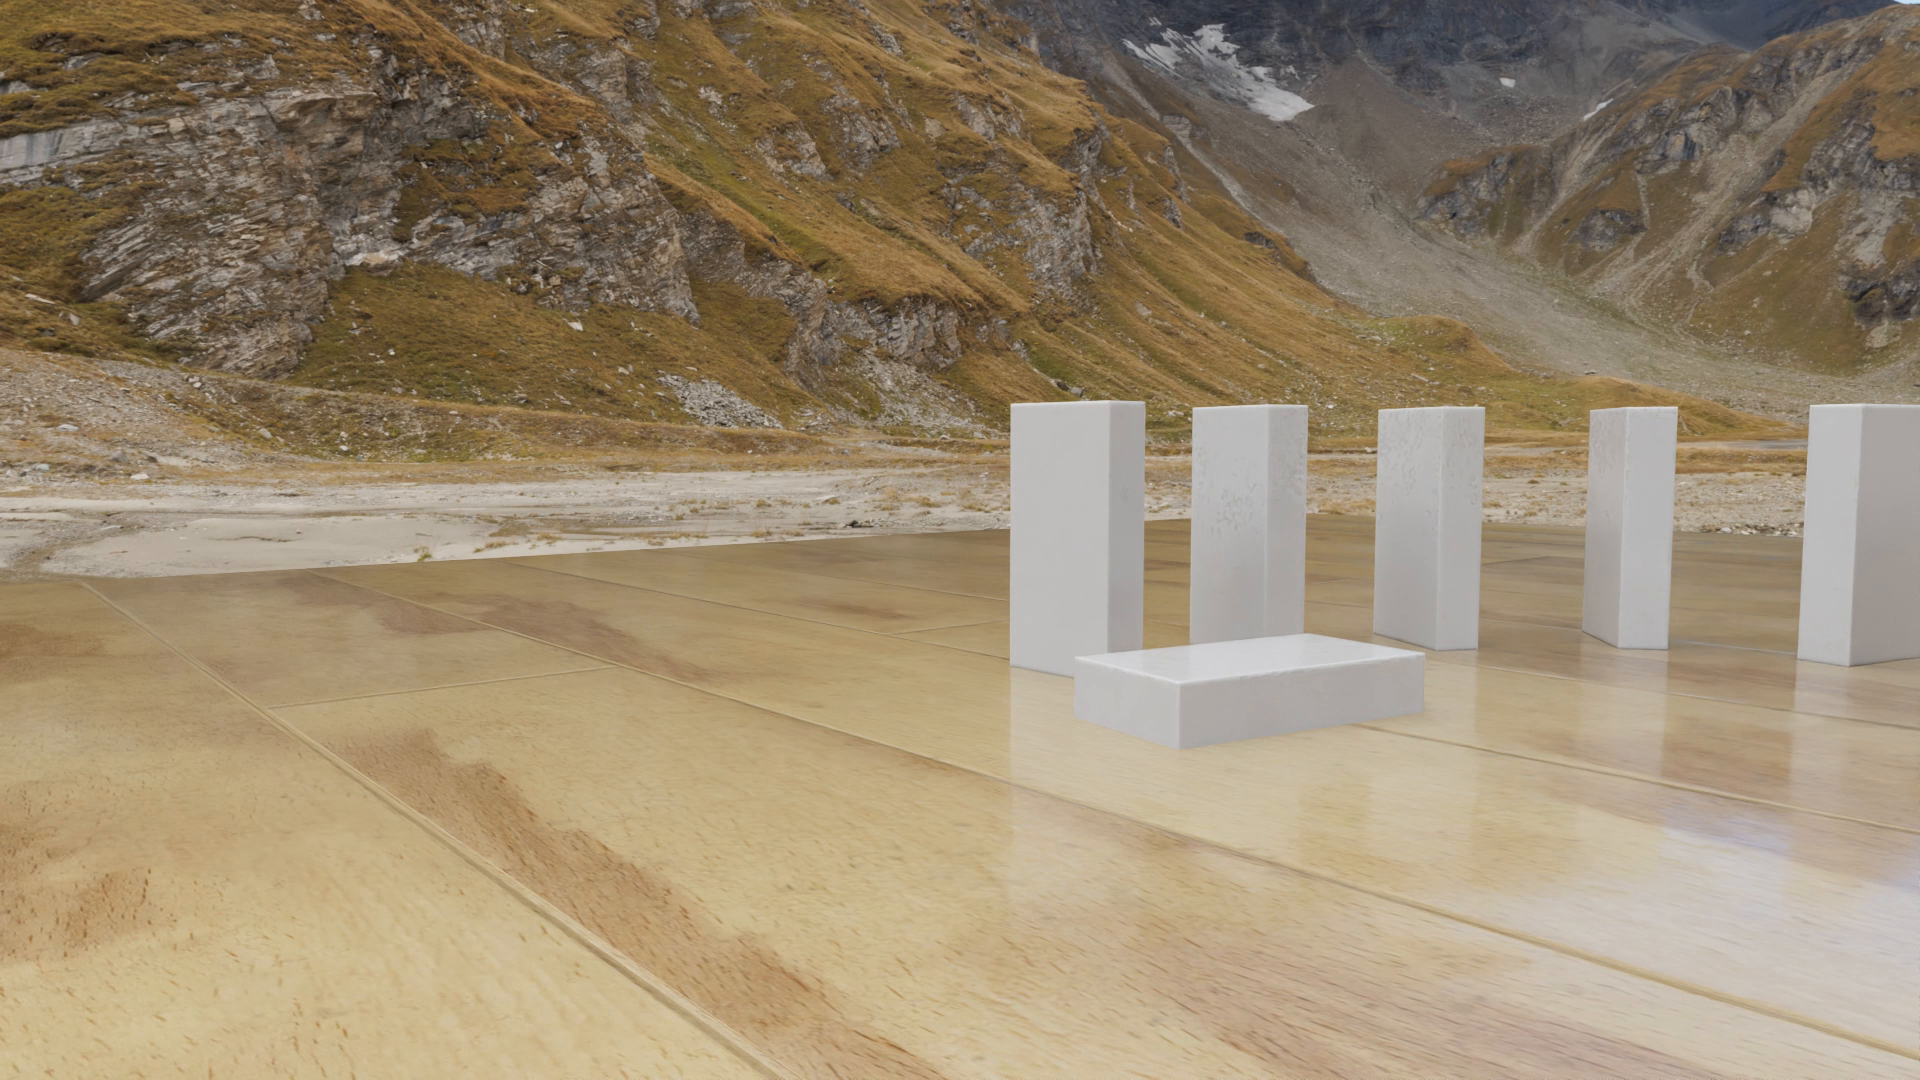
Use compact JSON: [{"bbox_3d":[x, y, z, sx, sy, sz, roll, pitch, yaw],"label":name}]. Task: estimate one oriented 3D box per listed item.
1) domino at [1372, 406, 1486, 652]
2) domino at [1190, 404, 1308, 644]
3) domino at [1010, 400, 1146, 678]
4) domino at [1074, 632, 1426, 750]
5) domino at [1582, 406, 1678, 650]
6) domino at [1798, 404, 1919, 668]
[{"bbox_3d":[0.100,-0.003,0.275,0.009,0.050,0.025,-1,4,-12],"label":"domino"},{"bbox_3d":[0.058,-0.002,0.261,0.009,0.050,0.025,-2,5,-25],"label":"domino"},{"bbox_3d":[0.021,0.000,0.237,0.009,0.050,0.025,-4,6,-41],"label":"domino"},{"bbox_3d":[0.046,0.023,0.202,0.050,0.010,0.025,-2,5,-30],"label":"domino"},{"bbox_3d":[0.143,-0.003,0.276,0.009,0.050,0.025,1,4,10],"label":"domino"},{"bbox_3d":[0.178,-0.001,0.252,0.025,0.050,0.009,-2,5,-26],"label":"domino"}]
